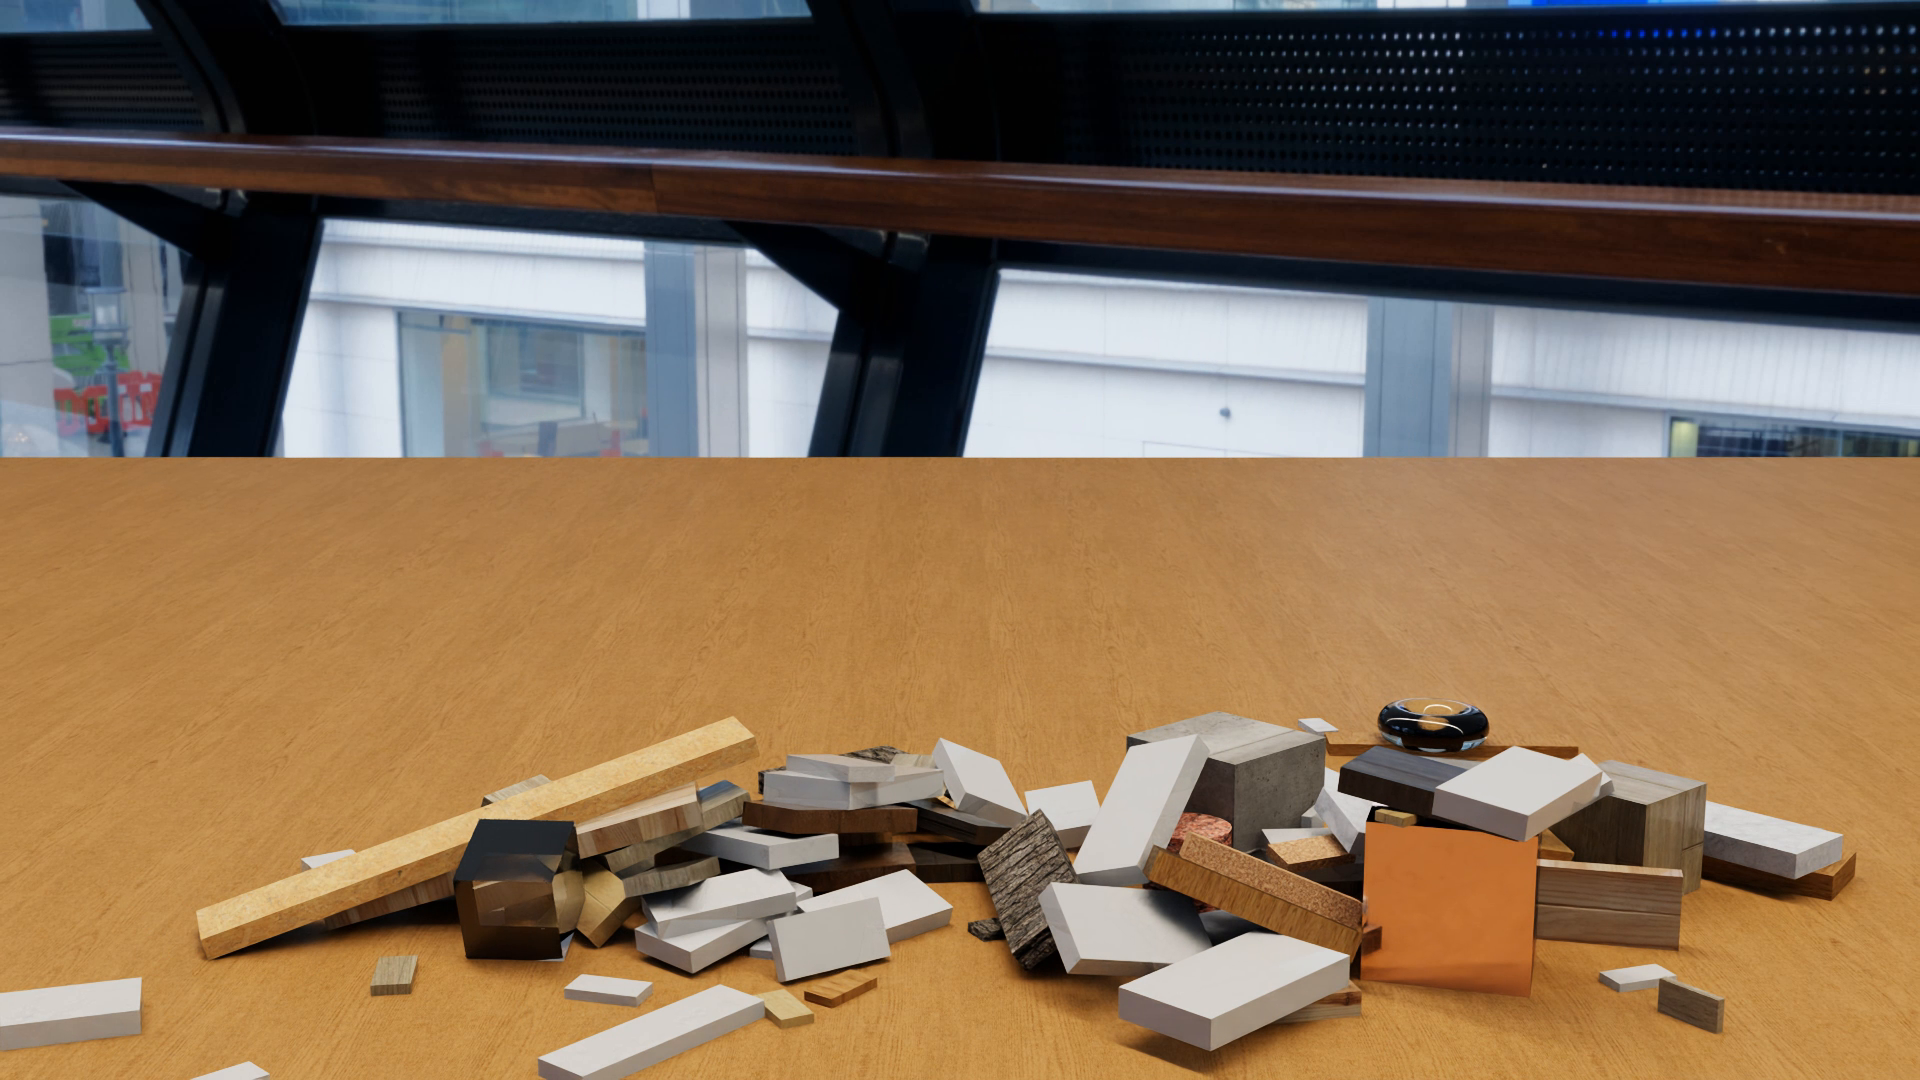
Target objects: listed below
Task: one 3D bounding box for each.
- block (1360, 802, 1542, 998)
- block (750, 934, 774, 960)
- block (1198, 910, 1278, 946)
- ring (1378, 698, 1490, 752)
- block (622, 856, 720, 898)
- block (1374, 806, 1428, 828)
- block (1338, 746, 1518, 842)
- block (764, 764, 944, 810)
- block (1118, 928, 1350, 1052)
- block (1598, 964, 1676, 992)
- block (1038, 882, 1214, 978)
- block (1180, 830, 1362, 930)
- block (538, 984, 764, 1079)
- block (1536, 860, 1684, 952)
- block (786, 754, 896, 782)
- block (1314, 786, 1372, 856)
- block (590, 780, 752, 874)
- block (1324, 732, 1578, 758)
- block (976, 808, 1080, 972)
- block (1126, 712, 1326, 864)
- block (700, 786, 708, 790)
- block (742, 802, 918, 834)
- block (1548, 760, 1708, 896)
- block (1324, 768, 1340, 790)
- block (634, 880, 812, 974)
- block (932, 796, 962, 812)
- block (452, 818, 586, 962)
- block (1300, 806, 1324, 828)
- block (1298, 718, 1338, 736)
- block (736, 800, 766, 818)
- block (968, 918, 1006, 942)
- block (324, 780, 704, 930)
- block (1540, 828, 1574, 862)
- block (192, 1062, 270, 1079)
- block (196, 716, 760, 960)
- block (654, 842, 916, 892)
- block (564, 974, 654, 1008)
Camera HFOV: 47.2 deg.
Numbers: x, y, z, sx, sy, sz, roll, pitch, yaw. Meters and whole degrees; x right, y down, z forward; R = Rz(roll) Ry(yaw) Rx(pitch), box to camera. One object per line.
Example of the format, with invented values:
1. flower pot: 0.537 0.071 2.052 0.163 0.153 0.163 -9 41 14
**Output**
1. block: 0.753 0.523 3.355 0.247 0.247 0.247 3 11 16
2. block: -0.277 0.623 3.453 0.051 0.015 0.162 3 11 15
3. block: 0.435 0.615 3.442 0.241 0.034 0.121 -5 12 -26
4. ring: 0.964 0.377 4.481 0.225 0.075 0.225 1 9 0
5. block: -0.451 0.527 3.451 0.101 0.029 0.202 -12 -5 7
6. block: 0.669 0.405 3.273 0.101 0.014 0.050 -10 14 -42
7. block: 0.723 0.376 3.283 0.280 0.040 0.140 13 16 31
8. block: -0.176 0.416 3.737 0.162 0.046 0.340 3 -1 26
9. block: 0.391 0.632 3.112 0.162 0.046 0.323 10 15 43
10. block: 1.012 0.654 3.284 0.101 0.014 0.050 -4 11 -19
11. block: 0.252 0.579 3.252 0.266 0.038 0.133 10 41 -34
12. block: 0.479 0.523 3.395 0.280 0.040 0.140 22 -4 5
13. block: -0.424 0.690 3.057 0.092 0.026 0.339 9 14 39
14. block: 0.996 0.570 3.446 0.254 0.121 0.034 3 11 14
15. block: -0.199 0.377 3.641 0.092 0.026 0.184 4 -1 -38
16. block: 0.737 0.484 3.608 0.286 0.041 0.143 14 19 -21
17. block: -0.477 0.470 3.620 0.258 0.031 0.109 -23 15 -23
18. block: 1.005 0.421 4.511 0.501 0.025 0.089 0 11 2
19. block: 0.117 0.549 3.503 0.134 0.038 0.447 -37 12 1
20. block: 0.452 0.452 3.760 0.239 0.239 0.239 -10 14 -42
21. block: -0.571 0.504 3.883 0.298 0.042 0.149 -11 12 -7
22. block: -0.213 0.456 3.623 0.265 0.038 0.133 6 -3 -44
23. block: 1.114 0.493 3.685 0.184 0.184 0.184 -9 14 -40
24. block: 0.690 0.467 4.260 0.092 0.026 0.298 -5 12 -26
25. block: -0.365 0.590 3.423 0.128 0.036 0.257 12 23 40
26. block: -0.007 0.498 3.918 0.103 0.051 0.015 30 35 19
27. block: -0.679 0.541 3.403 0.152 0.152 0.152 1 30 5
28. block: 0.592 0.518 3.702 0.018 0.129 0.064 6 12 27
29. block: 0.760 0.398 4.663 0.050 0.014 0.100 -3 11 -14
30. block: -0.363 0.491 3.941 0.117 0.033 0.234 -6 -2 -11
31. block: 0.071 0.615 3.495 0.105 0.015 0.053 -6 12 -27
32. block: -0.723 0.499 3.576 0.613 0.042 0.149 -15 17 -5
33. block: 0.846 0.477 3.618 0.311 0.041 0.143 11 20 -28
34. block: -0.980 0.723 2.910 0.115 0.016 0.058 -10 15 -44
35. block: -0.770 0.473 3.562 0.912 0.036 0.128 -19 18 -17
36. block: -0.290 0.551 3.636 0.422 0.033 0.117 -4 11 -9
37. block: -0.516 0.663 3.234 0.115 0.016 0.058 3 11 16
